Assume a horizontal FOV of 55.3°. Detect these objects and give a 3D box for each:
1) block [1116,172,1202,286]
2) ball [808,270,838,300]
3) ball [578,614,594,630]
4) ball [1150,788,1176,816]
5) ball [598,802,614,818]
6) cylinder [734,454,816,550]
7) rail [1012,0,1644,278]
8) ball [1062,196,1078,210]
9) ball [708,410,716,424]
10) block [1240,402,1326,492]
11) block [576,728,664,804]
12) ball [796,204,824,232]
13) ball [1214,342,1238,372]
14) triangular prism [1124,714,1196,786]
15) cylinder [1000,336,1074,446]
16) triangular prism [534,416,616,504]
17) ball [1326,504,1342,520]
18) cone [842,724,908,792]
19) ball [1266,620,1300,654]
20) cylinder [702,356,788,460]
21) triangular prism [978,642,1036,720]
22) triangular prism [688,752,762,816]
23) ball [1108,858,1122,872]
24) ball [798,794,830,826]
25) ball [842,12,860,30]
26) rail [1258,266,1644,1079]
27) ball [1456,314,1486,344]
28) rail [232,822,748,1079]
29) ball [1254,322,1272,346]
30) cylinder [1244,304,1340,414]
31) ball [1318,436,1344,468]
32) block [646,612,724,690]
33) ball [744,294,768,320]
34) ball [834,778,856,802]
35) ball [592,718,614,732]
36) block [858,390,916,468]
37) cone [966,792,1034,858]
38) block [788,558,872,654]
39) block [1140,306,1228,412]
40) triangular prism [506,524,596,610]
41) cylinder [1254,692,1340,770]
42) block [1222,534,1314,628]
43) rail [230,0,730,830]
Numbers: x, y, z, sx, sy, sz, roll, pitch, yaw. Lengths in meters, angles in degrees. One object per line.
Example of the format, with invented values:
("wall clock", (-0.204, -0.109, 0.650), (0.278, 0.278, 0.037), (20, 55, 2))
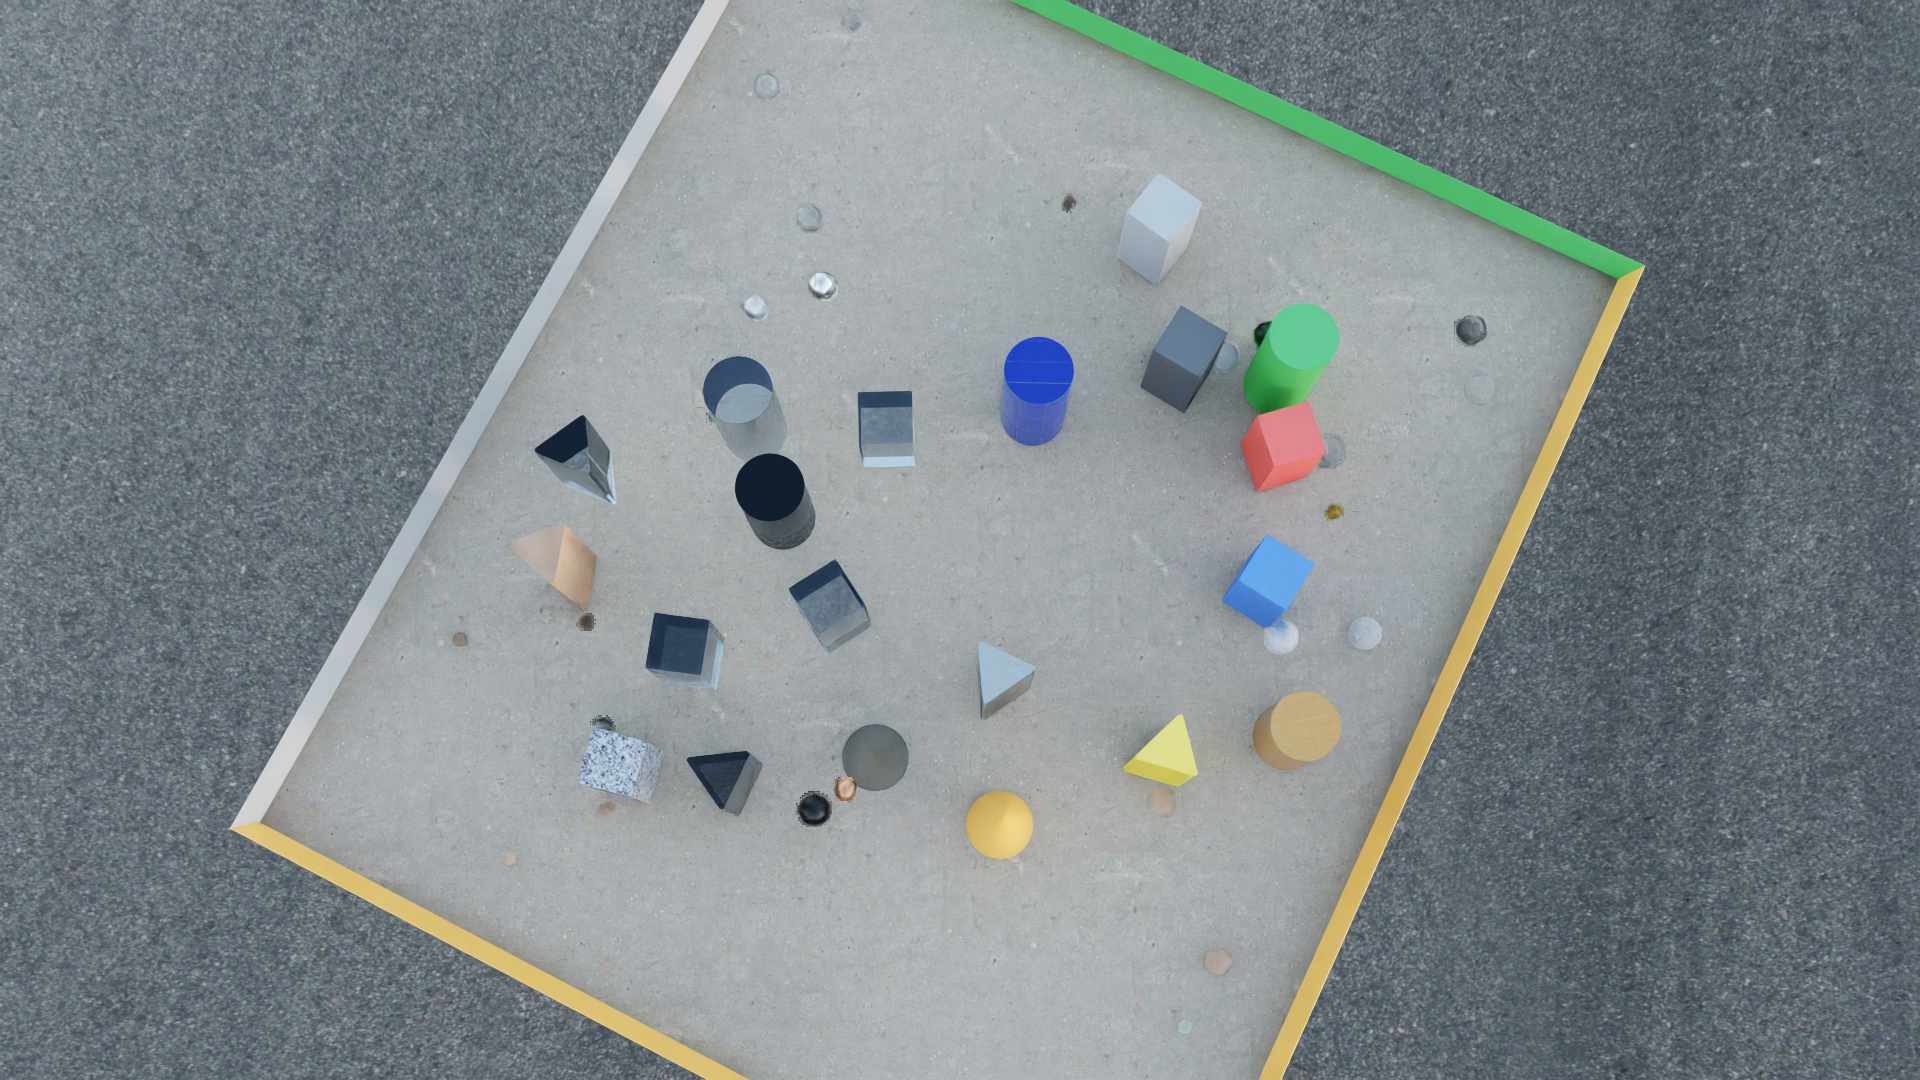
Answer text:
("block", (0.607, -0.949, 5.623), (0.160, 0.373, 0.160), (37, 81, 7))
("ball", (-0.429, -0.797, 5.735), (0.091, 0.091, 0.091), (0, 78, 0))
("ball", (-1.131, 0.249, 5.542), (0.044, 0.044, 0.044), (0, 78, 0))
("ball", (0.599, 0.777, 5.414), (0.081, 0.081, 0.081), (0, 78, 0))
("ball", (-1.047, 0.799, 5.426), (0.048, 0.048, 0.048), (0, 78, 0))
("cylinder", (-0.543, -0.109, 5.431), (0.200, 0.408, 0.200), (0, 78, 0))
("rail", (0.757, -1.475, 5.855), (3.018, 0.130, 0.045), (26, 80, 5))
("ball", (0.349, -1.069, 5.815), (0.045, 0.045, 0.045), (0, 78, 0))
("ball", (-0.755, -0.385, 5.664), (0.051, 0.051, 0.051), (0, 78, 0))
("block", (0.968, -0.278, 5.510), (0.160, 0.322, 0.160), (-17, 79, -3))
("block", (-0.980, 0.658, 5.318), (0.160, 0.319, 0.160), (14, 79, 3))
("ball", (-0.475, -1.016, 5.784), (0.085, 0.085, 0.085), (0, 78, 0))
("ball", (0.819, -0.569, 5.689), (0.090, 0.090, 0.090), (0, 78, 0))
("triangular prism", (0.592, 0.596, 5.277), (0.173, 0.424, 0.150), (16, 79, 3))
("cylinder", (0.226, -0.437, 5.466), (0.200, 0.472, 0.200), (0, 78, 0))
("triangular prism", (-1.112, -0.251, 5.462), (0.173, 0.405, 0.150), (22, 79, 4))
("ball", (1.145, -0.085, 5.610), (0.048, 0.048, 0.048), (0, 78, 0))
("cone", (-0.253, 0.620, 5.334), (0.200, 0.303, 0.200), (0, 78, 0))
("ball", (0.969, 0.291, 5.506), (0.100, 0.100, 0.100), (0, 78, 0))
("cylinder", (-0.636, -0.385, 5.467), (0.200, 0.450, 0.200), (0, 78, 0))
("triangular prism", (0.097, 0.388, 5.316), (0.173, 0.431, 0.150), (-34, 80, -7))
("triangular prism", (-0.651, 0.673, 5.288), (0.150, 0.370, 0.173), (-35, 80, -7))
("ball", (0.459, 0.956, 5.397), (0.042, 0.042, 0.042), (0, 78, 0))
("ball", (-0.429, 0.795, 5.405), (0.093, 0.093, 0.093), (0, 78, 0))
("ball", (-0.352, -1.679, 5.936), (0.056, 0.056, 0.056), (0, 78, 0))
("rail", (1.329, 0.657, 5.413), (0.045, 0.130, 3.432), (26, 80, 5))
("ball", (1.591, -0.654, 5.705), (0.093, 0.093, 0.093), (0, 78, 0))
("rail", (-0.757, 1.489, 5.241), (3.018, 0.130, 0.045), (26, 80, 5))
("ball", (0.959, -0.635, 5.700), (0.088, 0.088, 0.088), (0, 78, 0))
("cylinder", (0.984, -0.532, 5.477), (0.200, 0.490, 0.200), (0, 78, 0))
("ball", (1.128, -0.272, 5.622), (0.100, 0.100, 0.100), (0, 78, 0))
("block", (-0.802, 0.330, 5.371), (0.160, 0.347, 0.160), (7, 78, 2))
("ball", (-0.639, -0.728, 5.727), (0.078, 0.078, 0.078), (0, 78, 0))
("ball", (-0.339, 0.741, 5.429), (0.067, 0.067, 0.067), (0, 78, 0))
("ball", (-1.065, 0.563, 5.462), (0.066, 0.066, 0.066), (0, 78, 0))
("block", (-0.220, -0.333, 5.543), (0.160, 0.279, 0.160), (-1, 78, 0))
("cone", (0.118, 0.800, 5.219), (0.200, 0.454, 0.200), (0, 78, 0))
("block", (-0.378, 0.200, 5.382), (0.160, 0.378, 0.160), (-32, 80, -6))
("block", (0.672, -0.541, 5.532), (0.160, 0.385, 0.160), (32, 80, 6))
("triangular prism", (-1.159, 0.057, 5.366), (0.173, 0.468, 0.150), (38, 81, 7))
("cylinder", (0.978, 0.558, 5.339), (0.200, 0.317, 0.200), (0, 78, 0))
("block", (0.906, 0.126, 5.413), (0.160, 0.348, 0.160), (32, 80, 6))
("rail", (-1.329, -0.644, 5.683), (0.045, 0.130, 3.432), (26, 80, 5))
